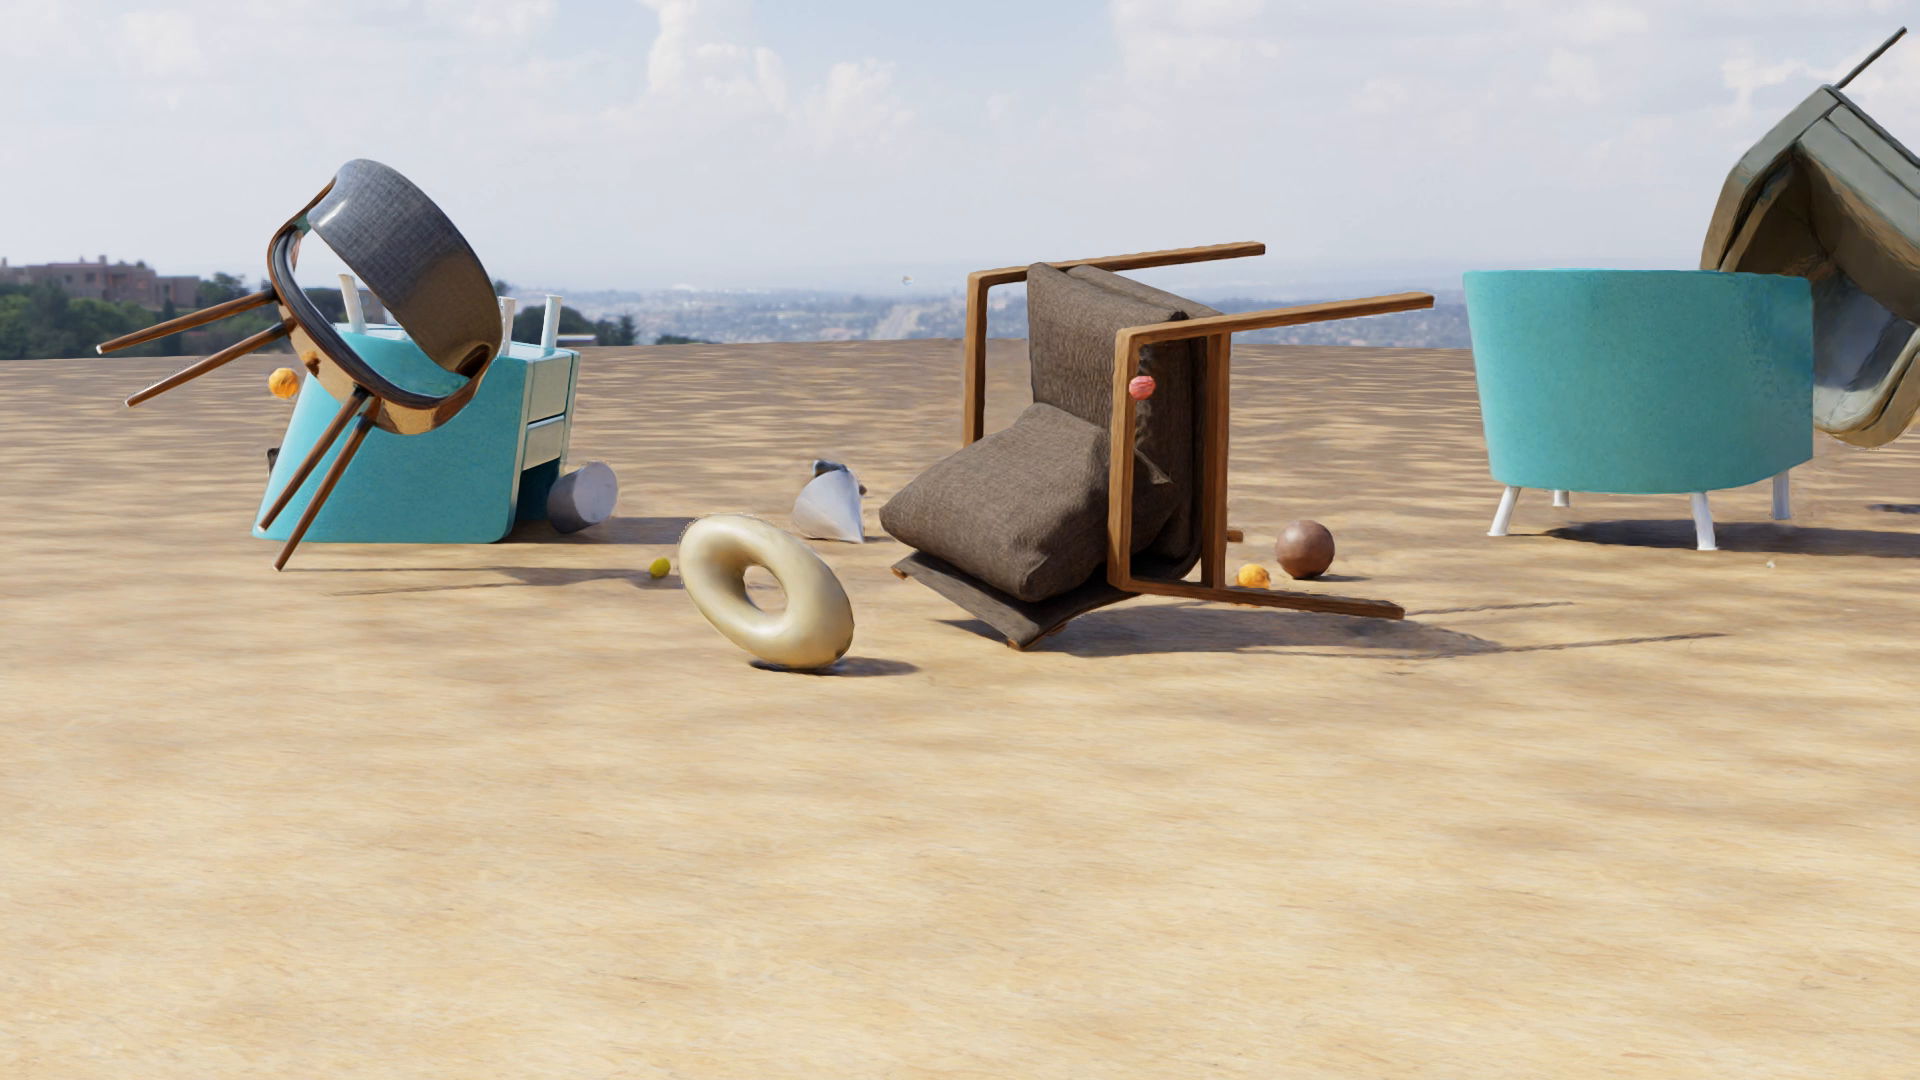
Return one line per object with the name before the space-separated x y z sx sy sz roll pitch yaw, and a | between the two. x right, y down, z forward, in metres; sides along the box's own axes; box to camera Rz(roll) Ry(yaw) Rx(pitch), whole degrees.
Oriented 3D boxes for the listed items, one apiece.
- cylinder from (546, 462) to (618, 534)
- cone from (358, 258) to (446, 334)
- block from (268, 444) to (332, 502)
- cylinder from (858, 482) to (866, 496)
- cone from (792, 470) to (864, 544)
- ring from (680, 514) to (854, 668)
cylinder | -0.960 -0.105 6.522 0.125 0.166 0.134 32 -31 -30
cone | -1.463 -0.660 6.640 0.203 0.206 0.212 17 48 -3
block | -1.932 -0.198 7.507 0.126 0.153 0.233 -5 4 -3
cylinder | -0.361 -0.149 7.615 0.122 0.048 0.125 9 10 29
cone | -0.286 -0.040 6.370 0.193 0.197 0.186 -10 38 -33
ring | -0.329 0.086 4.335 0.380 0.207 0.114 35 10 29
